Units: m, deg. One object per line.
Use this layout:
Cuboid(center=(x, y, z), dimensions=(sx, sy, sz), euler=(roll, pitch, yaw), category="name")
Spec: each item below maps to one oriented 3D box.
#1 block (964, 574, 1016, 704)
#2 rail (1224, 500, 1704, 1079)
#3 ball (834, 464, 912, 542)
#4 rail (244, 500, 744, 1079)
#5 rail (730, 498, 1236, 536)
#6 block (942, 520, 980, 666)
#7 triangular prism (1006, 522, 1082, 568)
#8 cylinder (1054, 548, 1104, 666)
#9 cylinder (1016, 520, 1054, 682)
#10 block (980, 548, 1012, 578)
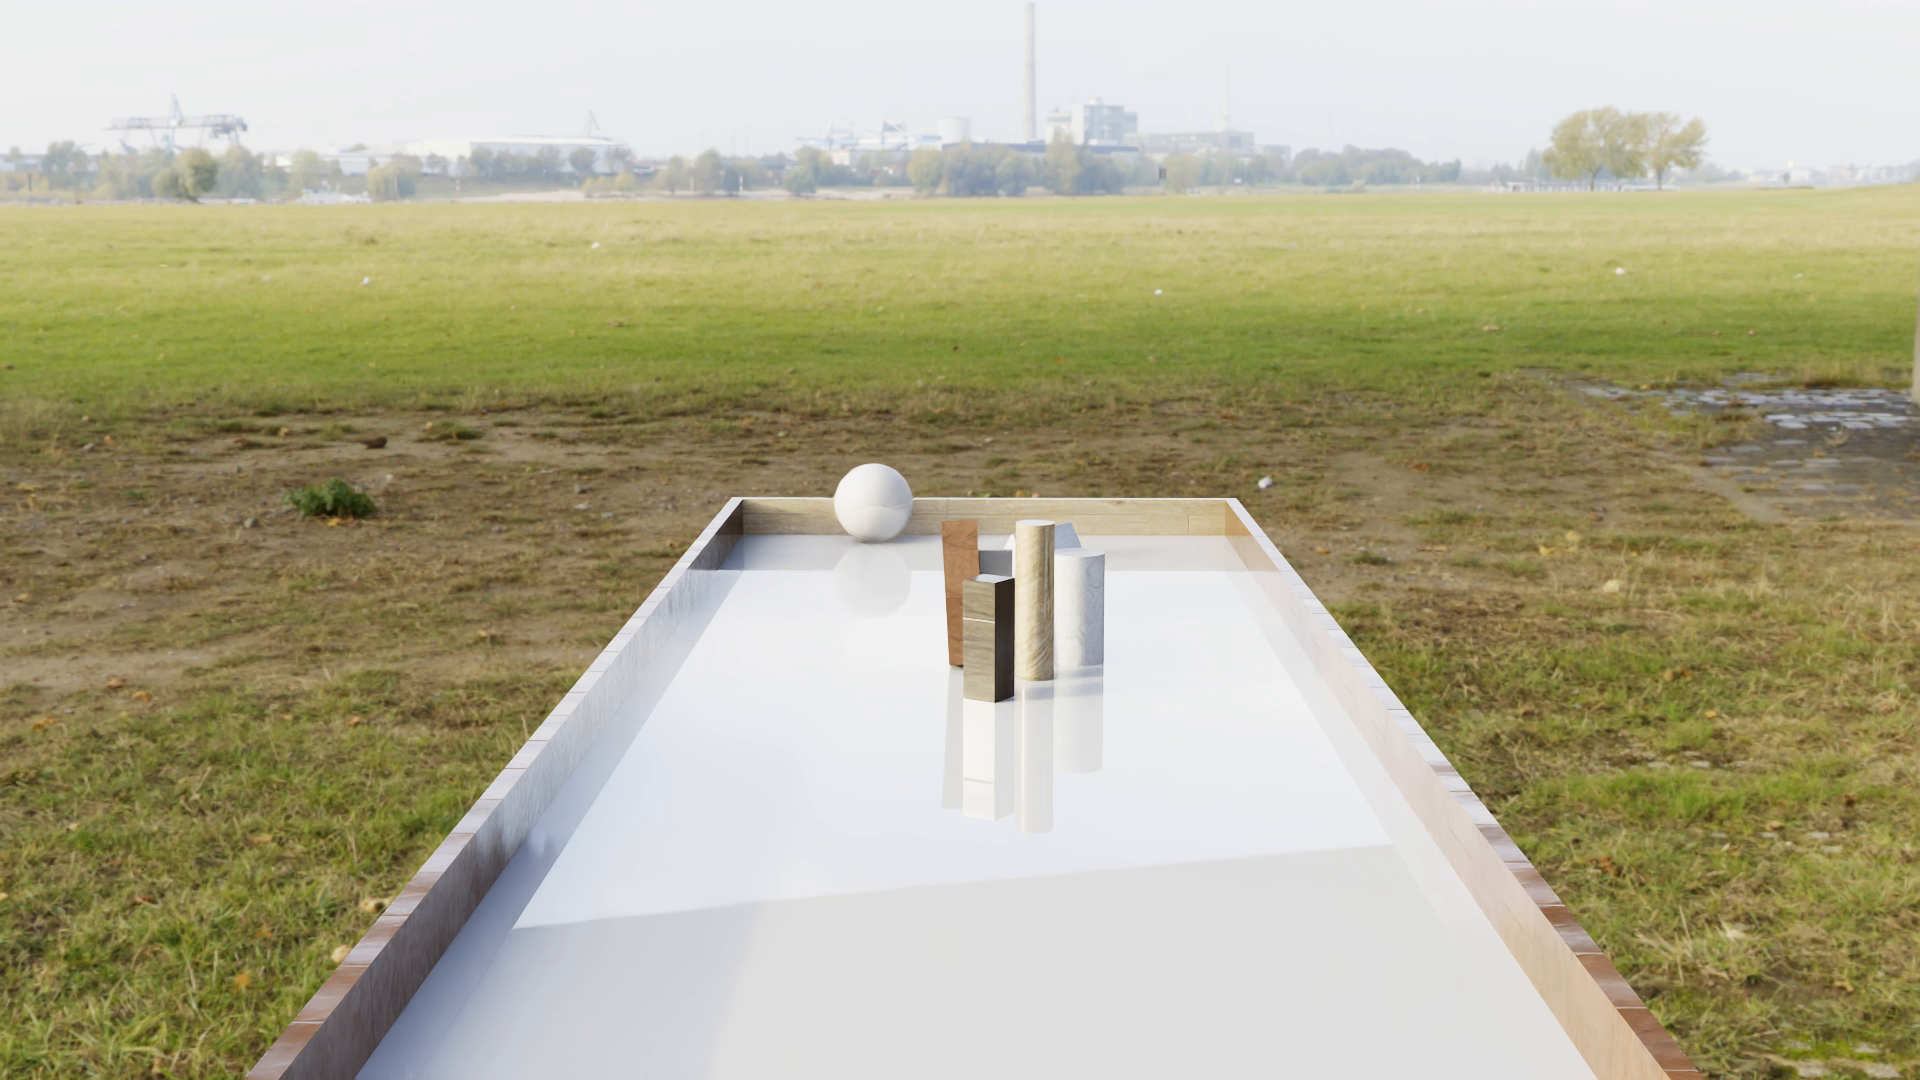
Cuboid(center=(0.082, 0.276, 6.181), dimensions=(0.105, 0.341, 0.105), euler=(6, 11, 33), category="block")
Cuboid(center=(1.046, 0.843, 3.208), dimensions=(0.050, 0.150, 12.000), euler=(0, 9, 1), category="rail")
Cuboid(center=(-0.353, -0.152, 8.955), dimensions=(0.318, 0.318, 0.318), euler=(0, 9, 0), category="ball")
Cuboid(center=(-1.004, 0.839, 3.234), dimensions=(0.050, 0.150, 12.000), euler=(0, 9, 1), category="rail")
Cuboid(center=(0.099, -0.098, 9.147), dimensions=(2.100, 0.150, 0.050), euler=(0, 9, 1), category="rail")
Cuboid(center=(0.010, 0.156, 6.597), dimensions=(0.105, 0.431, 0.105), euler=(-3, 1, 3), category="block")
Cuboid(center=(0.314, 0.014, 8.501), dimensions=(0.143, 0.124, 0.409), euler=(7, 11, 34), category="triangular prism")
Cuboid(center=(0.355, 0.202, 6.668), dimensions=(0.166, 0.334, 0.166), euler=(0, 9, 0), category="cylinder")
Cuboid(center=(0.219, 0.176, 6.429), dimensions=(0.114, 0.459, 0.114), euler=(0, 9, 0), category="cylinder")
Cuboid(center=(0.073, 0.190, 6.731), dimensions=(0.160, 0.321, 0.160), euler=(1, 2, 5), category="block")
